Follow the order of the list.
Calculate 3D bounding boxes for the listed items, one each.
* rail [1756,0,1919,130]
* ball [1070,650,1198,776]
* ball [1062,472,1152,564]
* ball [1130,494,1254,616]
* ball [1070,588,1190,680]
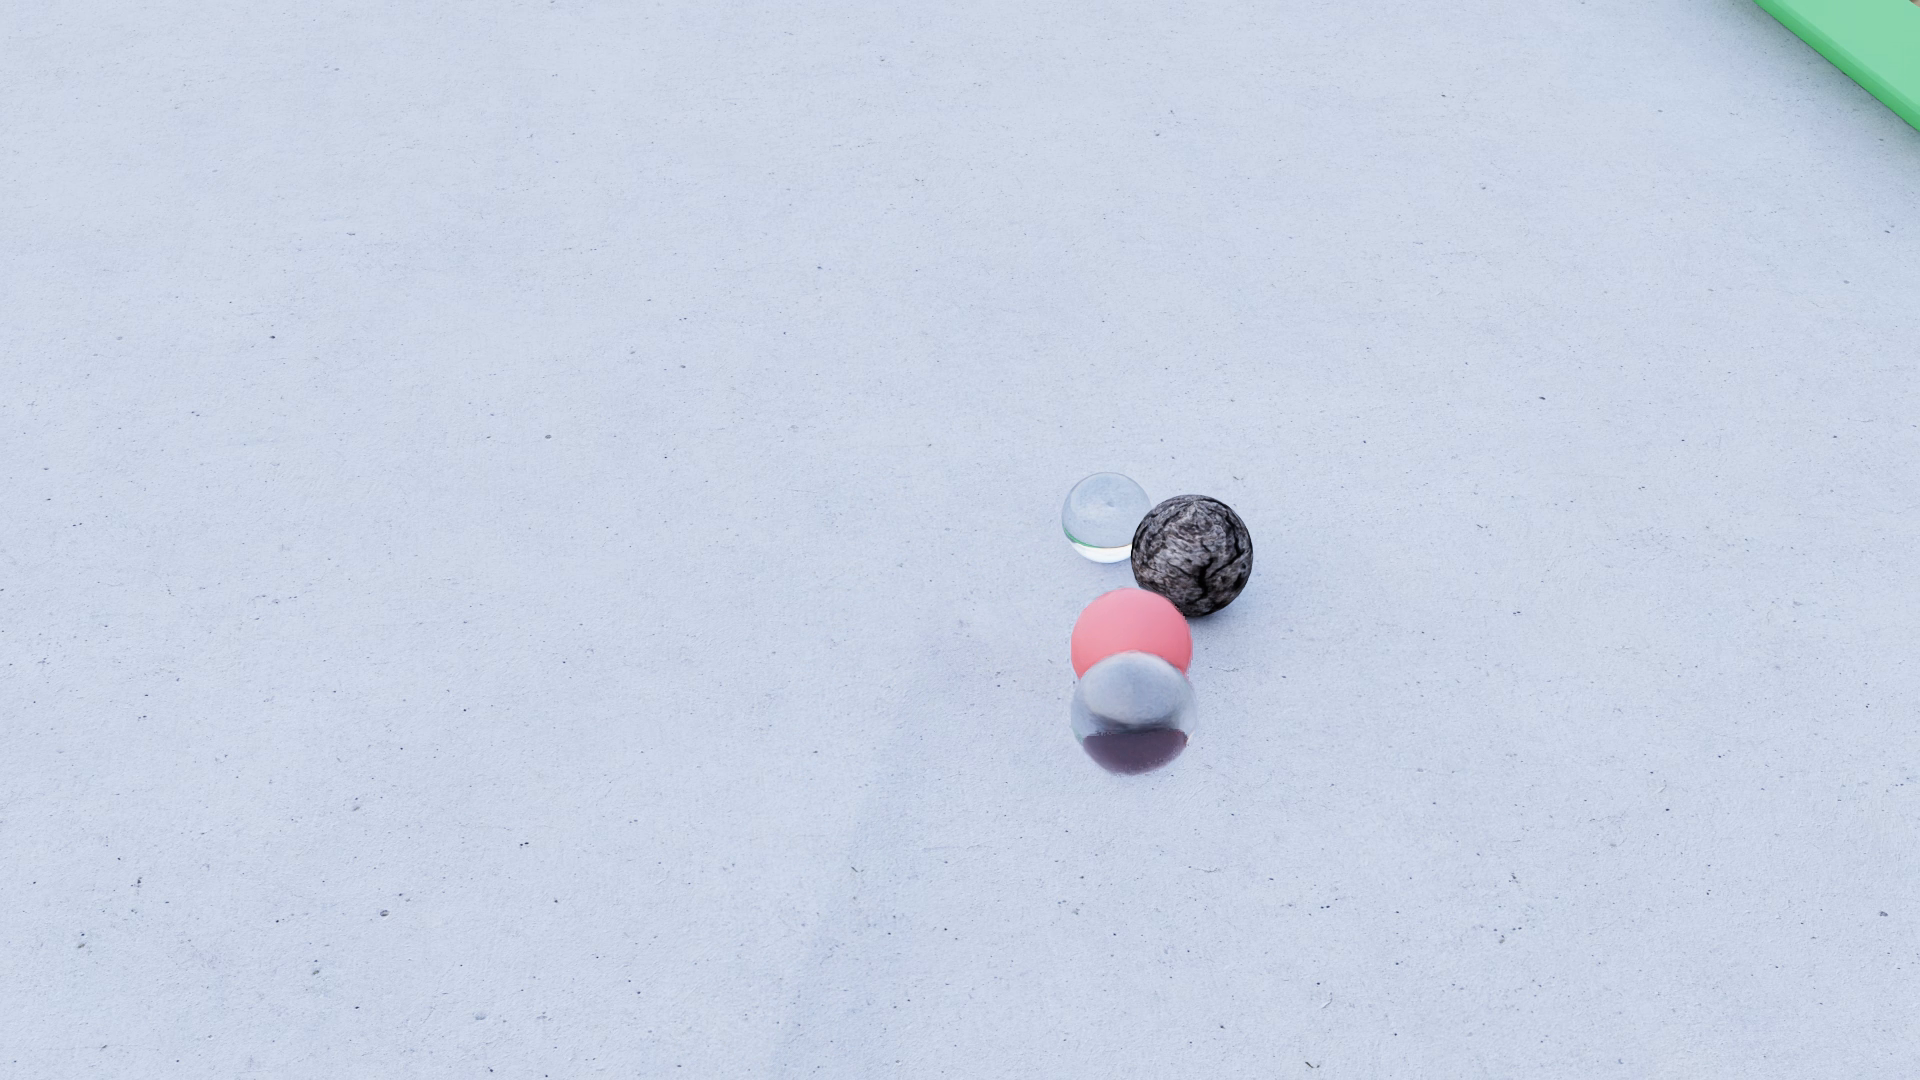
[{"bbox_3d":[0.735,-0.513,2.671,0.045,0.095,3.589,-5,29,-9],"label":"rail"},{"bbox_3d":[0.094,0.094,1.597,0.069,0.069,0.069,0,29,0],"label":"ball"},{"bbox_3d":[0.090,-0.014,1.806,0.056,0.056,0.056,0,29,0],"label":"ball"},{"bbox_3d":[0.138,0.009,1.747,0.073,0.073,0.073,0,29,0],"label":"ball"},{"bbox_3d":[0.096,0.061,1.658,0.068,0.068,0.068,0,29,0],"label":"ball"}]
